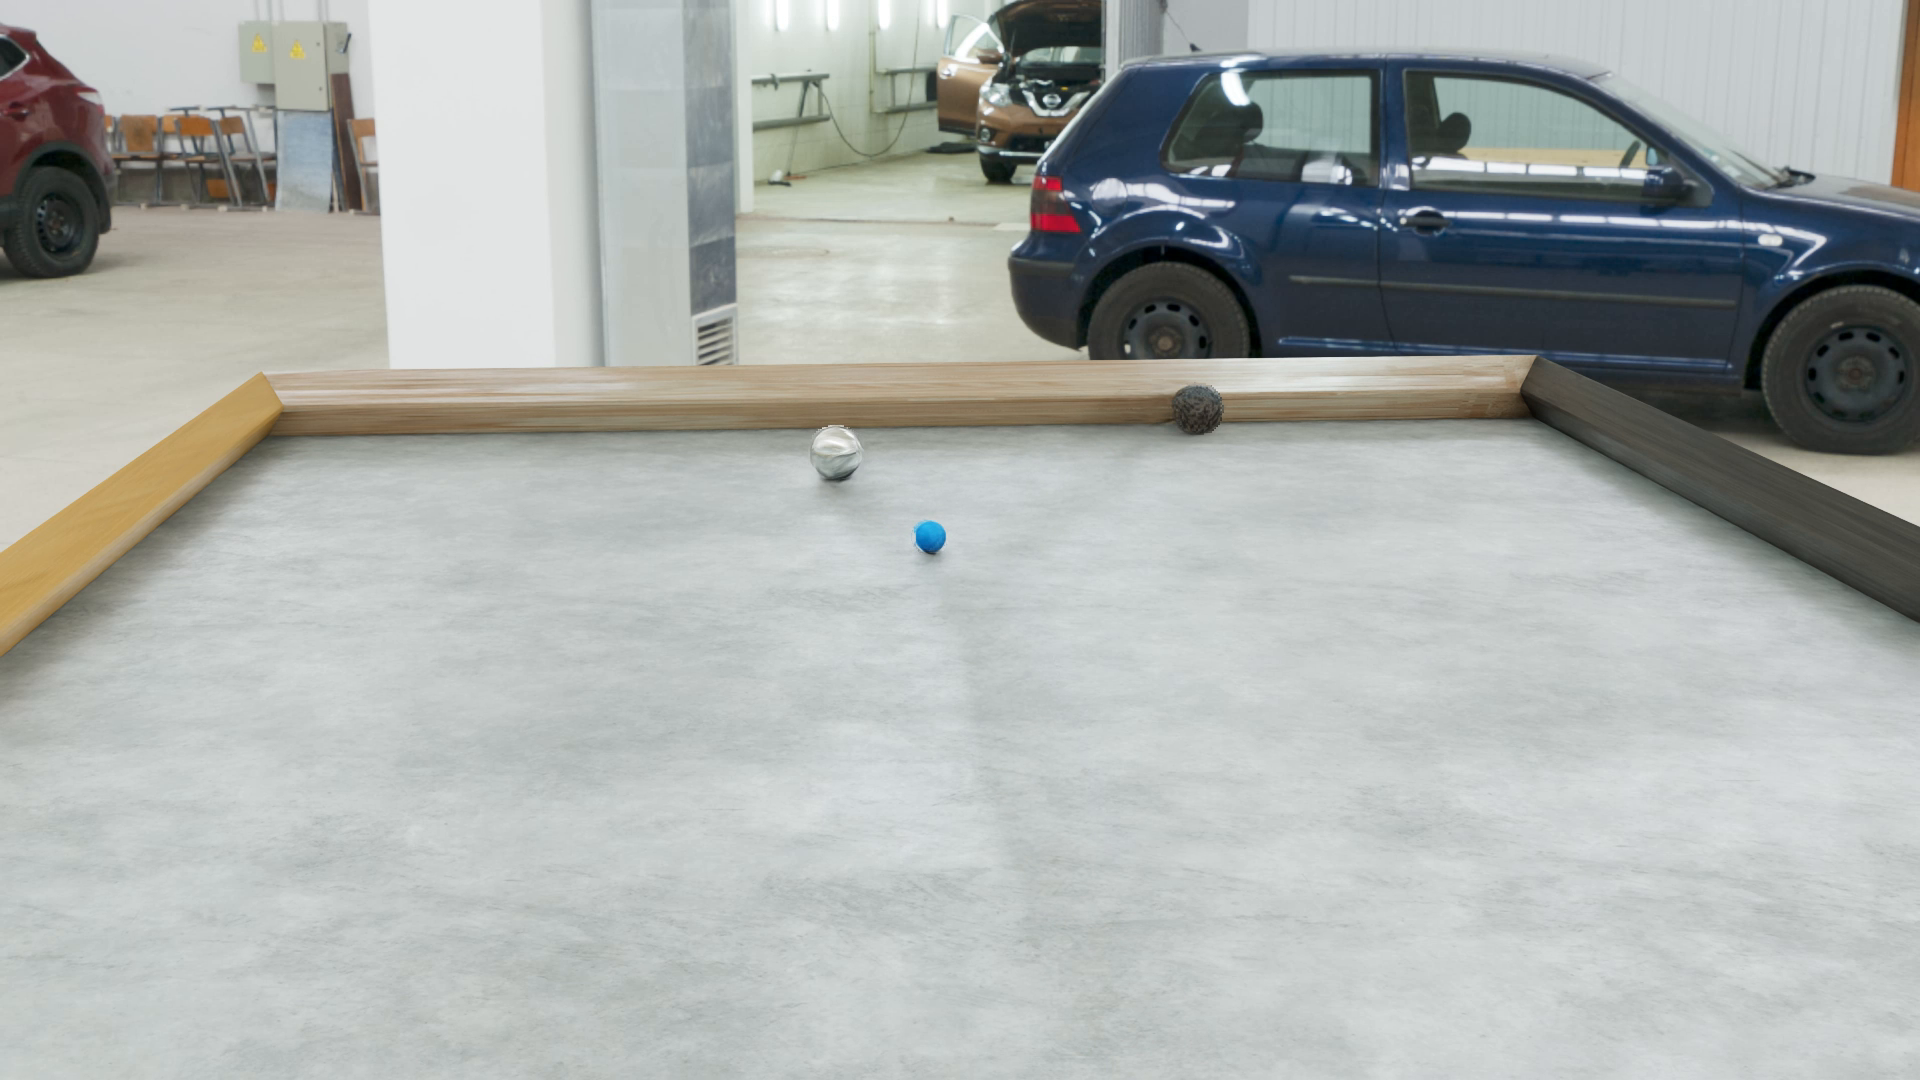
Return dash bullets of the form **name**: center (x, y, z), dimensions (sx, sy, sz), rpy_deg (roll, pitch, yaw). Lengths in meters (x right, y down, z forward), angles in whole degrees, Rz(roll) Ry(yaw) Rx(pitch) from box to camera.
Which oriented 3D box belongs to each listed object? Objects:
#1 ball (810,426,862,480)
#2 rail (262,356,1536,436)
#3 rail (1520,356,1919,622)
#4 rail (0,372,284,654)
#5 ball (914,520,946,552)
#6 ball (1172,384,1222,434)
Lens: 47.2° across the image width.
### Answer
- **ball**: center (-0.202, -0.141, 3.574), dimensions (0.085, 0.085, 0.085), rpy_deg (0, 13, 0)
- **rail**: center (-0.082, -0.261, 4.006), dimensions (2.335, 0.116, 0.045), rpy_deg (-1, 14, -5)
- **rail**: center (1.224, 0.193, 2.110), dimensions (0.045, 0.116, 4.146), rpy_deg (-1, 14, -5)
- **rail**: center (-1.056, 0.237, 1.929), dimensions (0.045, 0.116, 4.146), rpy_deg (-1, 14, -5)
- **ball**: center (-0.041, -0.005, 3.094), dimensions (0.045, 0.045, 0.045), rpy_deg (0, 13, 0)
- **ball**: center (0.426, -0.237, 3.965), dimensions (0.090, 0.090, 0.090), rpy_deg (0, 13, 0)
